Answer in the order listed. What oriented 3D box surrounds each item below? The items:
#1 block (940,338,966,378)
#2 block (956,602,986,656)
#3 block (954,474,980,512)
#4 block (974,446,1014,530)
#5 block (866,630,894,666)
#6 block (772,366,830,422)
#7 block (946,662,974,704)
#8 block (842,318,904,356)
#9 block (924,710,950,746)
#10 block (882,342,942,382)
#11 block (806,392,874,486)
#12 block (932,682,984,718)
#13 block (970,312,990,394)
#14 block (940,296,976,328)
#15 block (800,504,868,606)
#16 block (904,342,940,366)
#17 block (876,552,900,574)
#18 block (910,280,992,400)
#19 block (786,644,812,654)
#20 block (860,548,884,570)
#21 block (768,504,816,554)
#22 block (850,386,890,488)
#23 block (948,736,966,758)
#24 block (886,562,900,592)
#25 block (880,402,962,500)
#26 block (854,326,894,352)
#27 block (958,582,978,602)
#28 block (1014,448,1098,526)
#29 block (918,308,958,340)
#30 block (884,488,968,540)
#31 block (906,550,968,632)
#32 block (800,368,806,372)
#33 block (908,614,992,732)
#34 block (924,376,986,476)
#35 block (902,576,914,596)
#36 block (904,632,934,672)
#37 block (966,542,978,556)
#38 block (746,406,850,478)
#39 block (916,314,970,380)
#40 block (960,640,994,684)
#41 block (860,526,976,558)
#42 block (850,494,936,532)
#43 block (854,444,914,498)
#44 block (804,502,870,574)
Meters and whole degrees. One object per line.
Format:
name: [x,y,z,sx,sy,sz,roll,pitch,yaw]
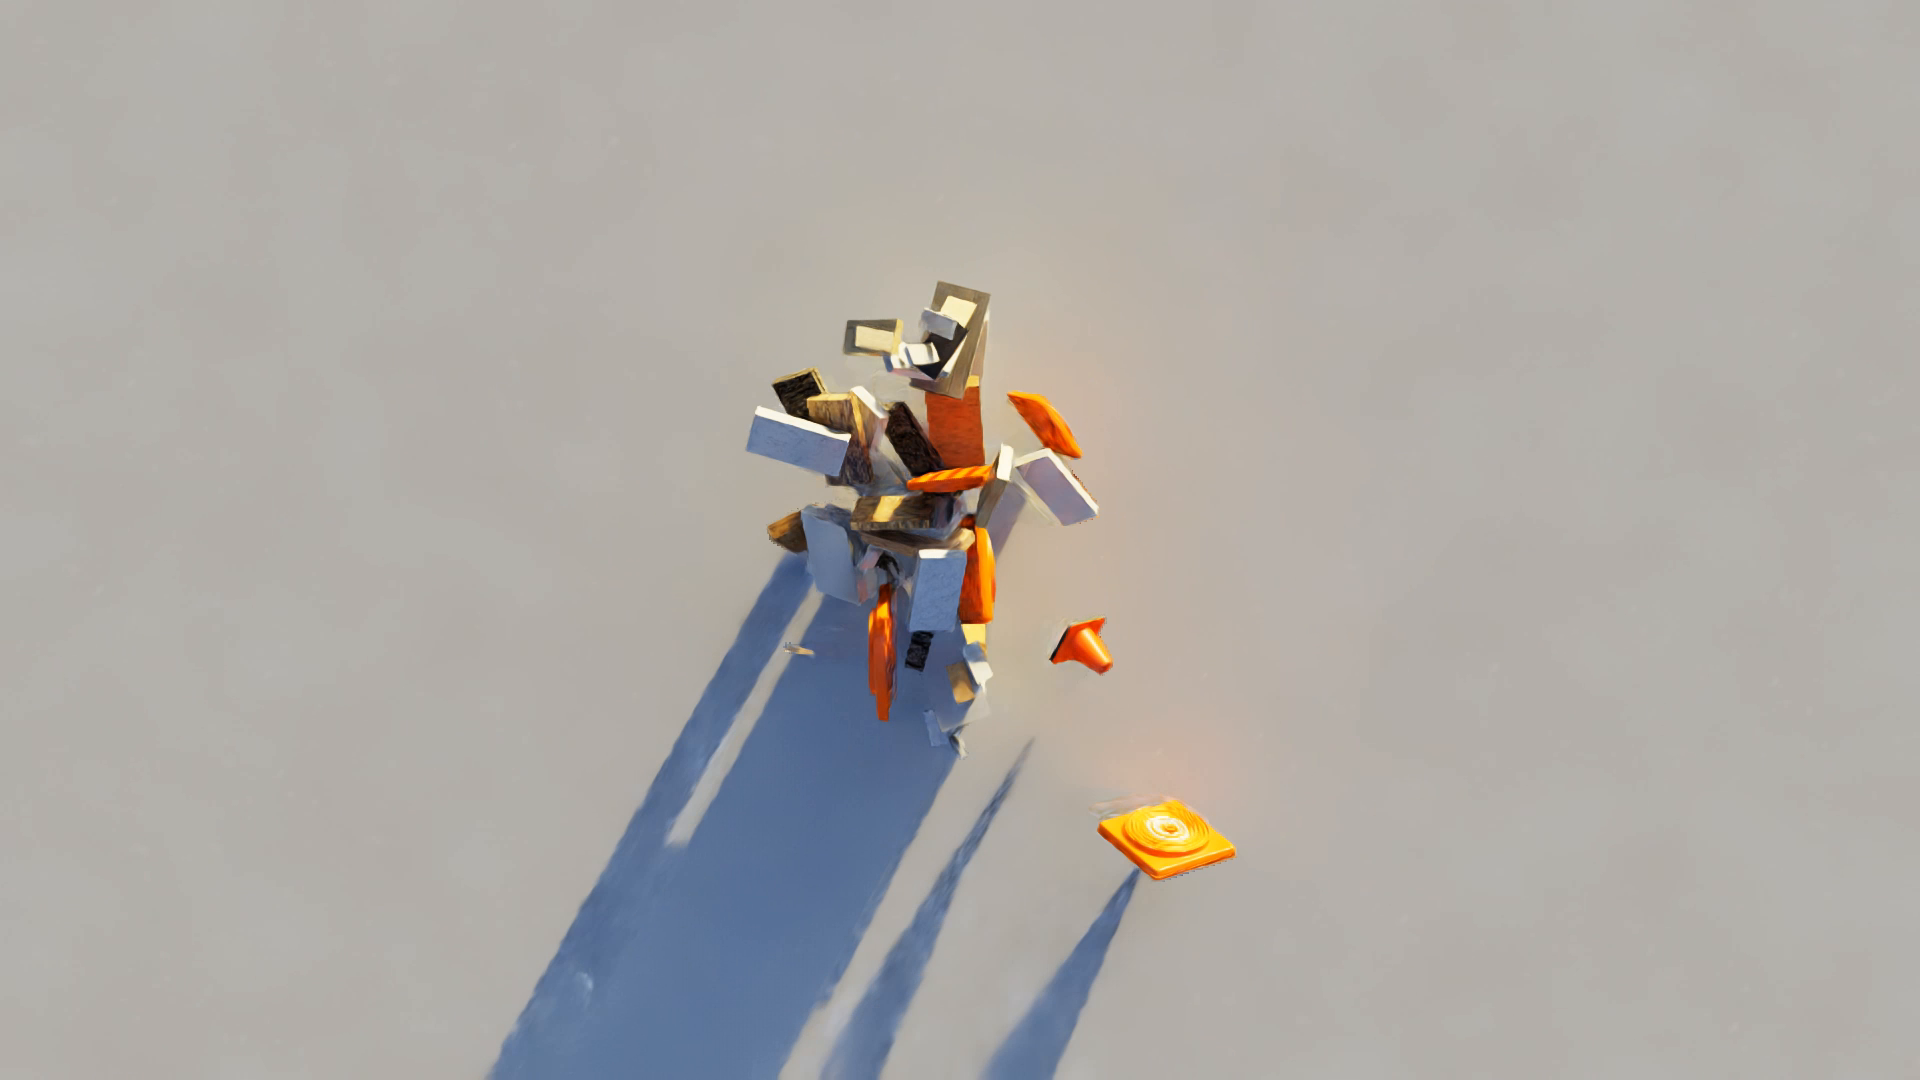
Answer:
block: [-0.048,-0.551,4.837,0.086,0.024,0.173,20,49,3]
block: [-0.001,0.297,5.339,0.166,0.331,0.047,0,114,0]
block: [0.010,-0.188,5.283,0.100,0.028,0.201,-2,90,0]
block: [0.095,-0.149,4.679,0.034,0.238,0.119,15,53,-7]
block: [-0.262,0.353,5.421,0.017,0.061,0.122,37,96,-6]
block: [-0.443,-0.375,5.024,0.144,0.041,0.288,-14,114,26]
block: [0.001,0.442,5.115,0.059,0.017,0.119,-17,86,-1]
block: [-0.251,-0.583,4.748,0.198,0.028,0.099,5,85,41]
block: [-0.078,0.624,5.492,0.059,0.017,0.119,-13,90,0]
block: [-0.145,-0.522,4.803,0.028,0.198,0.099,-36,65,36]
block: [-0.360,-0.302,4.988,0.144,0.041,0.288,-1,120,19]
block: [-0.004,0.506,5.333,0.166,0.331,0.047,0,101,0]
block: [-0.005,-0.565,5.080,0.163,0.046,0.326,8,133,2]
block: [-0.016,-0.652,4.831,0.086,0.173,0.024,19,129,4]
block: [-0.388,0.048,5.135,0.166,0.333,0.047,18,48,26]
block: [-0.109,-0.525,4.672,0.016,0.141,0.056,-22,88,32]
block: [-0.245,0.070,5.344,0.016,0.197,0.056,-23,107,-18]
block: [-0.029,-0.595,4.927,0.163,0.046,0.326,15,88,3]
block: [-0.479,0.328,4.917,0.046,0.092,0.013,10,89,-29]
block: [-0.271,0.056,5.021,0.046,0.092,0.013,-4,56,-30]
block: [-0.500,-0.034,5.327,0.167,0.336,0.047,-26,80,3]
block: [-0.310,-0.317,5.069,0.041,0.291,0.145,-23,58,-38]
block: [-0.009,0.681,5.438,0.017,0.119,0.059,-28,94,-8]
block: [-0.214,0.118,5.247,0.016,0.113,0.056,-22,72,-13]
block: [-0.135,-0.276,5.157,0.041,0.145,0.355,-46,117,-26]
block: [-0.244,-0.565,4.644,0.113,0.016,0.056,8,82,-26]
block: [-0.035,0.166,5.358,0.129,0.257,0.036,7,95,14]
block: [0.297,-0.161,5.069,0.119,0.034,0.305,-19,134,28]
block: [-0.063,-0.616,4.699,0.113,0.016,0.056,25,108,29]
block: [-0.127,-0.079,4.942,0.274,0.137,0.039,11,135,30]
block: [-0.069,0.148,4.817,0.137,0.039,0.275,-1,128,-16]
block: [-0.454,-0.424,5.075,0.028,0.099,0.198,-41,102,-36]
block: [-0.033,0.415,5.149,0.166,0.047,0.331,-18,86,-1]
block: [-0.013,-0.348,5.105,0.163,0.386,0.046,-3,49,2]
block: [-0.121,0.131,5.188,0.113,0.016,0.056,-30,83,3]
block: [-0.129,0.343,5.121,0.061,0.017,0.122,15,89,4]
block: [-0.023,0.011,5.362,0.129,0.257,0.036,22,96,8]
block: [-0.484,-0.293,4.940,0.288,0.041,0.144,16,131,-6]
block: [-0.057,-0.555,4.745,0.086,0.024,0.173,36,99,6]
block: [0.051,0.380,5.122,0.061,0.017,0.122,-23,89,-27]
block: [-0.128,-0.011,4.923,0.332,0.039,0.137,16,46,35]
block: [-0.198,-0.081,4.898,0.239,0.119,0.034,-2,129,12]
block: [-0.229,-0.142,5.211,0.145,0.041,0.291,-38,84,24]
block: [-0.379,0.022,5.223,0.167,0.333,0.047,21,53,-2]
